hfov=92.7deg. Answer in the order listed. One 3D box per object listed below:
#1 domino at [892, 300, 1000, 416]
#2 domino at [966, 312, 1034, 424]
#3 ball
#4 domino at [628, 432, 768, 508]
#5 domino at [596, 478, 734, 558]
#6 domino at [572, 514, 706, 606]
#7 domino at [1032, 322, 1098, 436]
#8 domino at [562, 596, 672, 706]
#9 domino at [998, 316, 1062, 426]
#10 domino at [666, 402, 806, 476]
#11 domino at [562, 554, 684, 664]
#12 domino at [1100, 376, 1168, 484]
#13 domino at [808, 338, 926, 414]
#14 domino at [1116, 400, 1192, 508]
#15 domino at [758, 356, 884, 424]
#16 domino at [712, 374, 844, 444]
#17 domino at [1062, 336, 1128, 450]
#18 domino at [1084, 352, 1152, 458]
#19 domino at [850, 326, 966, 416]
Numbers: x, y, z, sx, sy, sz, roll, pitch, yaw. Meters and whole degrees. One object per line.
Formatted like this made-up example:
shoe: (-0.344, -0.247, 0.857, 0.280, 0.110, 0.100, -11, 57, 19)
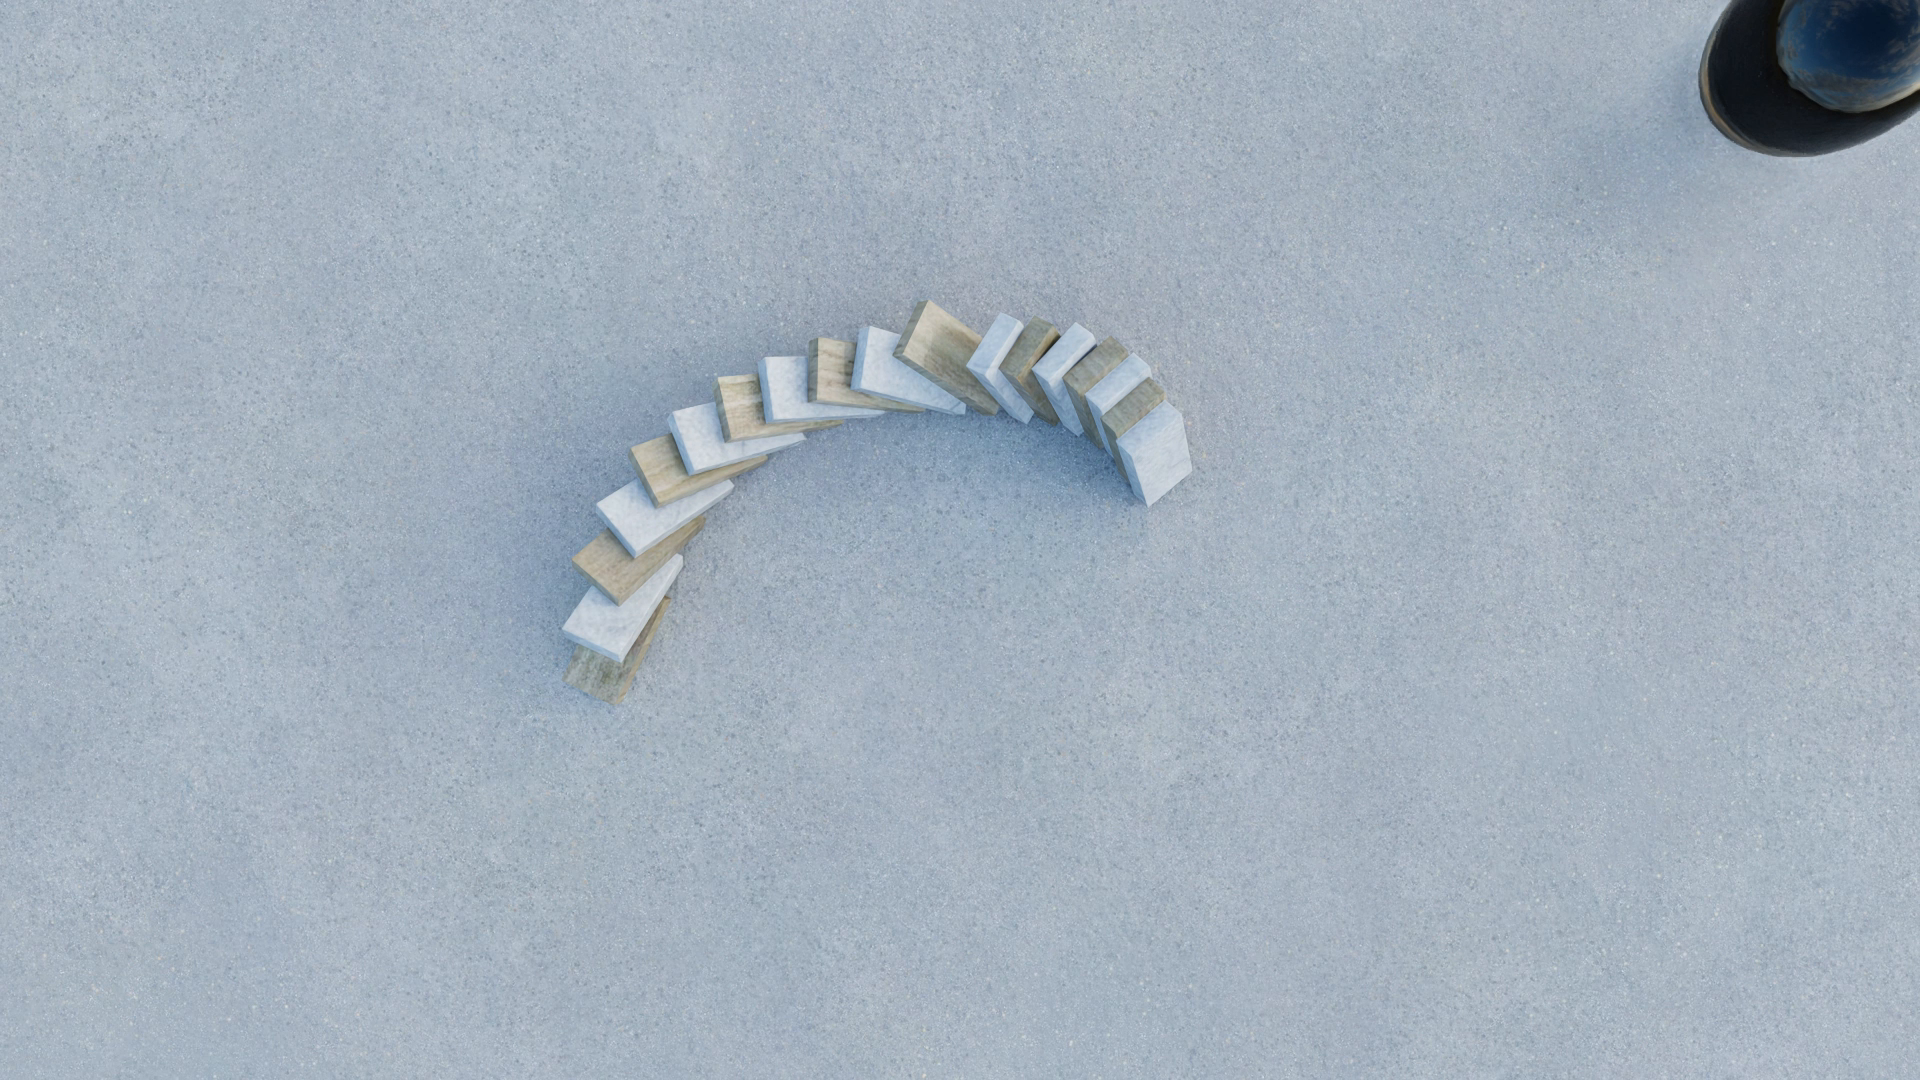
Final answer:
domino: (-0.001, -0.075, 0.382, 0.050, 0.010, 0.025, 29, 81, -30)
domino: (0.022, -0.069, 0.376, 0.010, 0.050, 0.025, 32, 89, 28)
ball: (0.341, -0.193, 0.360, 0.080, 0.080, 0.080, 0, 90, 0)
domino: (-0.109, -0.035, 0.383, 0.050, 0.010, 0.025, -28, 90, -30)
domino: (-0.123, -0.017, 0.383, 0.050, 0.009, 0.025, -40, 90, -30)
domino: (-0.134, 0.001, 0.383, 0.025, 0.010, 0.050, 40, 60, 0)
domino: (0.048, -0.065, 0.376, 0.025, 0.050, 0.010, -47, 62, 0)
domino: (-0.148, 0.043, 0.395, 0.025, 0.010, 0.050, 26, 90, 0)
domino: (0.035, -0.068, 0.376, 0.010, 0.050, 0.025, 34, 90, 28)
domino: (-0.093, -0.046, 0.383, 0.050, 0.010, 0.025, -21, 90, -32)
domino: (-0.140, 0.023, 0.383, 0.025, 0.009, 0.050, 25, 59, -1)
domino: (0.074, -0.043, 0.376, 0.025, 0.050, 0.009, -40, 61, 0)
domino: (-0.038, -0.068, 0.383, 0.050, 0.010, 0.025, 1, 90, -33)
domino: (0.080, -0.034, 0.376, 0.025, 0.050, 0.009, -40, 61, 0)
domino: (-0.057, -0.063, 0.383, 0.050, 0.009, 0.025, -8, 90, -32)
domino: (-0.076, -0.057, 0.383, 0.050, 0.009, 0.025, -13, 90, -32)
domino: (0.059, -0.059, 0.376, 0.025, 0.050, 0.009, -41, 61, 0)
domino: (0.068, -0.053, 0.376, 0.025, 0.050, 0.009, -41, 61, 0)
domino: (-0.019, -0.070, 0.382, 0.050, 0.009, 0.025, 9, 89, -32)
